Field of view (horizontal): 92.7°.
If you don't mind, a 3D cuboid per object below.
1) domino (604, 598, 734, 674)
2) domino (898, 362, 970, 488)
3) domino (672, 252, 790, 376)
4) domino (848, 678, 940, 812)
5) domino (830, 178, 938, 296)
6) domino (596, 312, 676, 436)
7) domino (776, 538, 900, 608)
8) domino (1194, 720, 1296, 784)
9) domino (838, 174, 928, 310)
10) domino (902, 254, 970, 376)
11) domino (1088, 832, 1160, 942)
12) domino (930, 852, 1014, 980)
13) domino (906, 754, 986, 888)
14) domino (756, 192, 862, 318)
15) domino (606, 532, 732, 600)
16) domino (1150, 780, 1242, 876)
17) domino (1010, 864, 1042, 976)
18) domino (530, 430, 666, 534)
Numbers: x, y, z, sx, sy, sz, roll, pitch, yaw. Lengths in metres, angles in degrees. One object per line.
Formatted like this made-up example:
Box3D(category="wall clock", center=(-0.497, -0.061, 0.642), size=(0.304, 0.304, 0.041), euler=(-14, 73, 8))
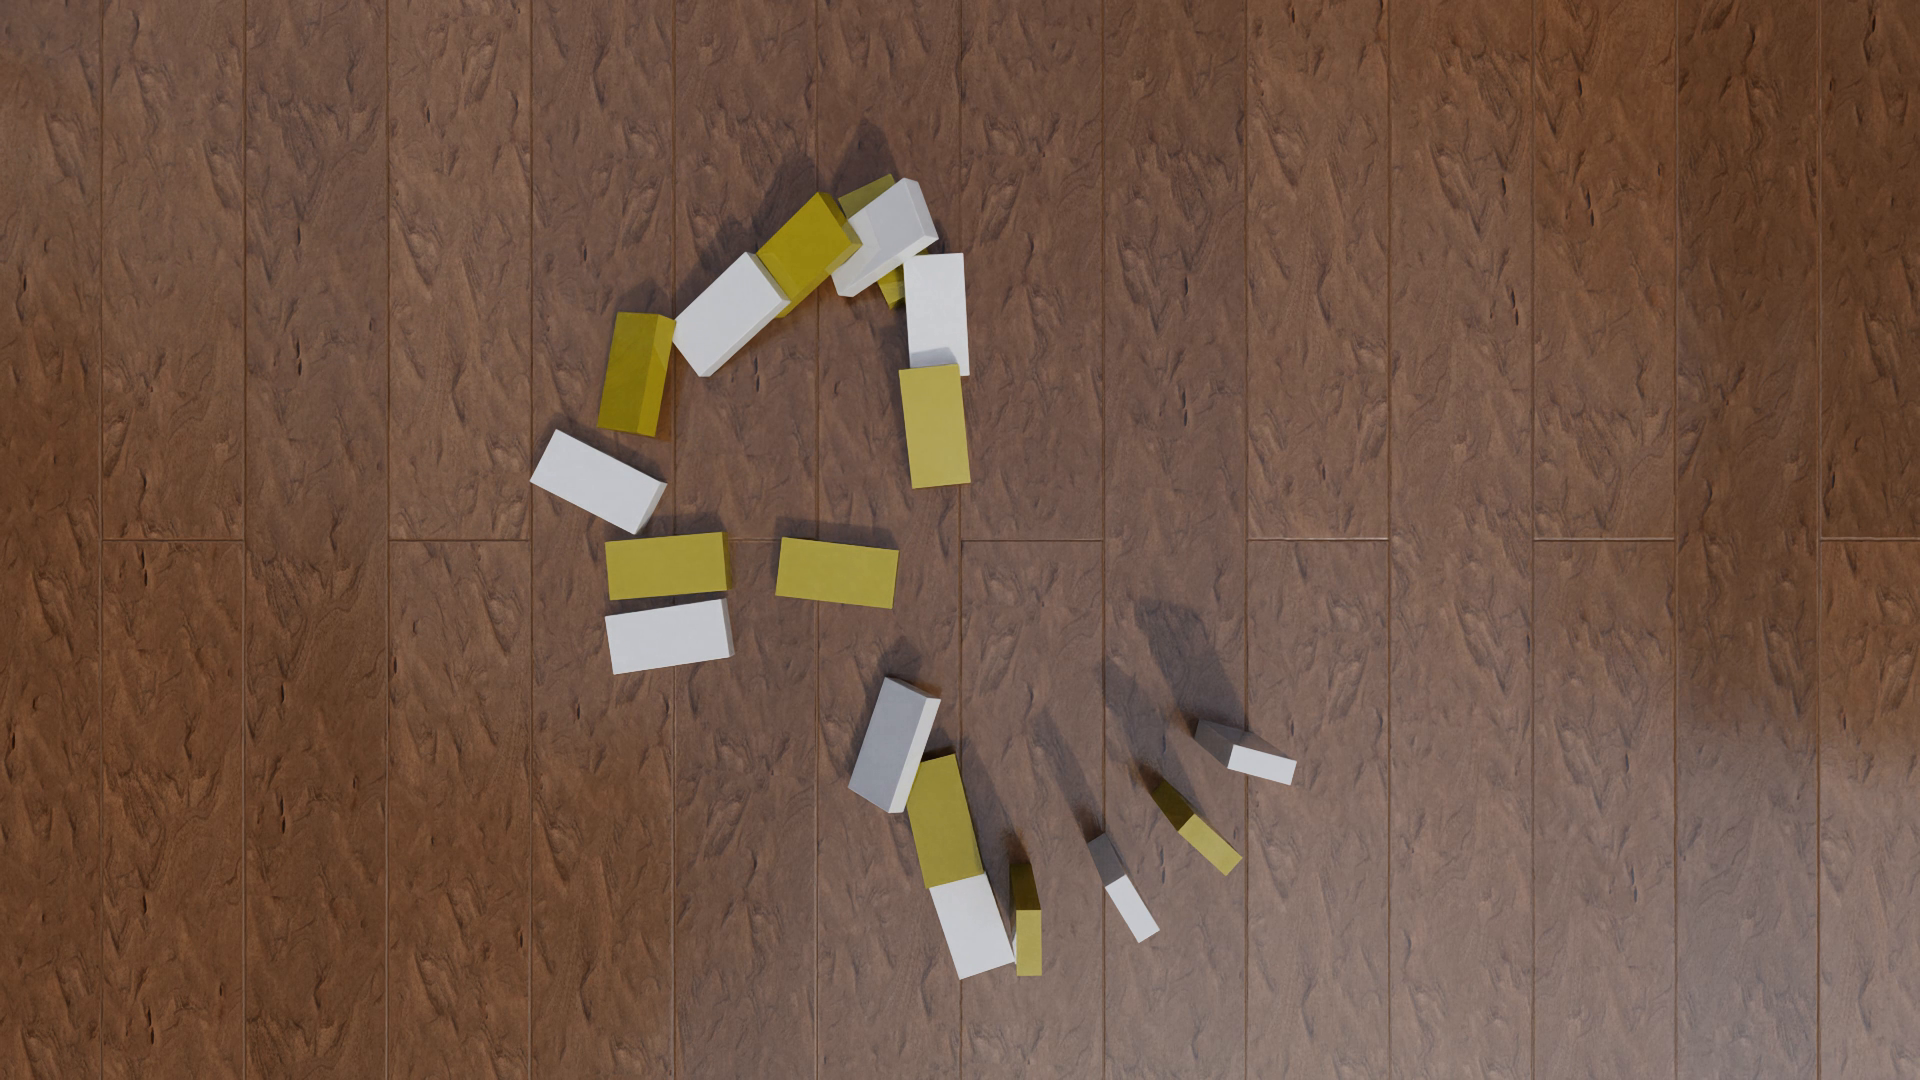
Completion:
Box3D(category="domino", center=(-0.125, 0.041, 0.395), size=(0.050, 0.010, 0.025), euler=(-9, 90, 0))
Box3D(category="domino", center=(-0.010, -0.048, 0.389), size=(0.025, 0.010, 0.050), euler=(-6, 105, 0))
Box3D(category="domino", center=(-0.099, -0.095, 0.388), size=(0.050, 0.010, 0.025), euler=(-37, 90, 17))
Box3D(category="domino", center=(-0.028, 0.086, 0.389), size=(0.025, 0.009, 0.050), euler=(19, 90, 38))
Box3D(category="domino", center=(-0.034, -0.124, 0.378), size=(0.050, 0.009, 0.025), euler=(-23, 85, 35))
Box3D(category="domino", center=(-0.138, -0.071, 0.390), size=(0.025, 0.009, 0.050), euler=(10, 90, 29))
Box3D(category="domino", center=(-0.052, 0.014, 0.395), size=(0.050, 0.010, 0.025), euler=(7, 90, 0))
Box3D(category="domino", center=(0.115, 0.086, 0.375), size=(0.025, 0.050, 0.009), euler=(15, 90, 0))
Box3D(category="domino", center=(-0.030, -0.128, 0.395), size=(0.025, 0.010, 0.050), euler=(-25, 90, 0))
Box3D(category="domino", center=(-0.010, -0.095, 0.389), size=(0.025, 0.010, 0.050), euler=(-4, 102, -5))
Box3D(category="domino", center=(0.066, 0.141, 0.375), size=(0.010, 0.050, 0.025), euler=(-31, 90, 0))
Box3D(category="domino", center=(0.004, 0.160, 0.395), size=(0.025, 0.009, 0.050), euler=(-18, 90, 0))
Box3D(category="domino", center=(-0.008, 0.119, 0.390), size=(0.025, 0.010, 0.050), euler=(-15, 77, 1))
Box3D(category="domino", center=(-0.067, -0.119, 0.384), size=(0.050, 0.010, 0.025), euler=(-33, 90, 28))
Box3D(category="domino", center=(-0.125, 0.011, 0.395), size=(0.050, 0.009, 0.025), euler=(-5, 90, 0))
Box3D(category="domino", center=(0.096, 0.116, 0.375), size=(0.025, 0.050, 0.009), euler=(43, 90, 0))
Box3D(category="domino", center=(0.026, 0.154, 0.375), size=(0.010, 0.050, 0.025), euler=(0, 90, 0))
Box3D(category="domino", center=(-0.156, -0.025, 0.395), size=(0.050, 0.010, 0.025), euler=(27, 90, 0))
